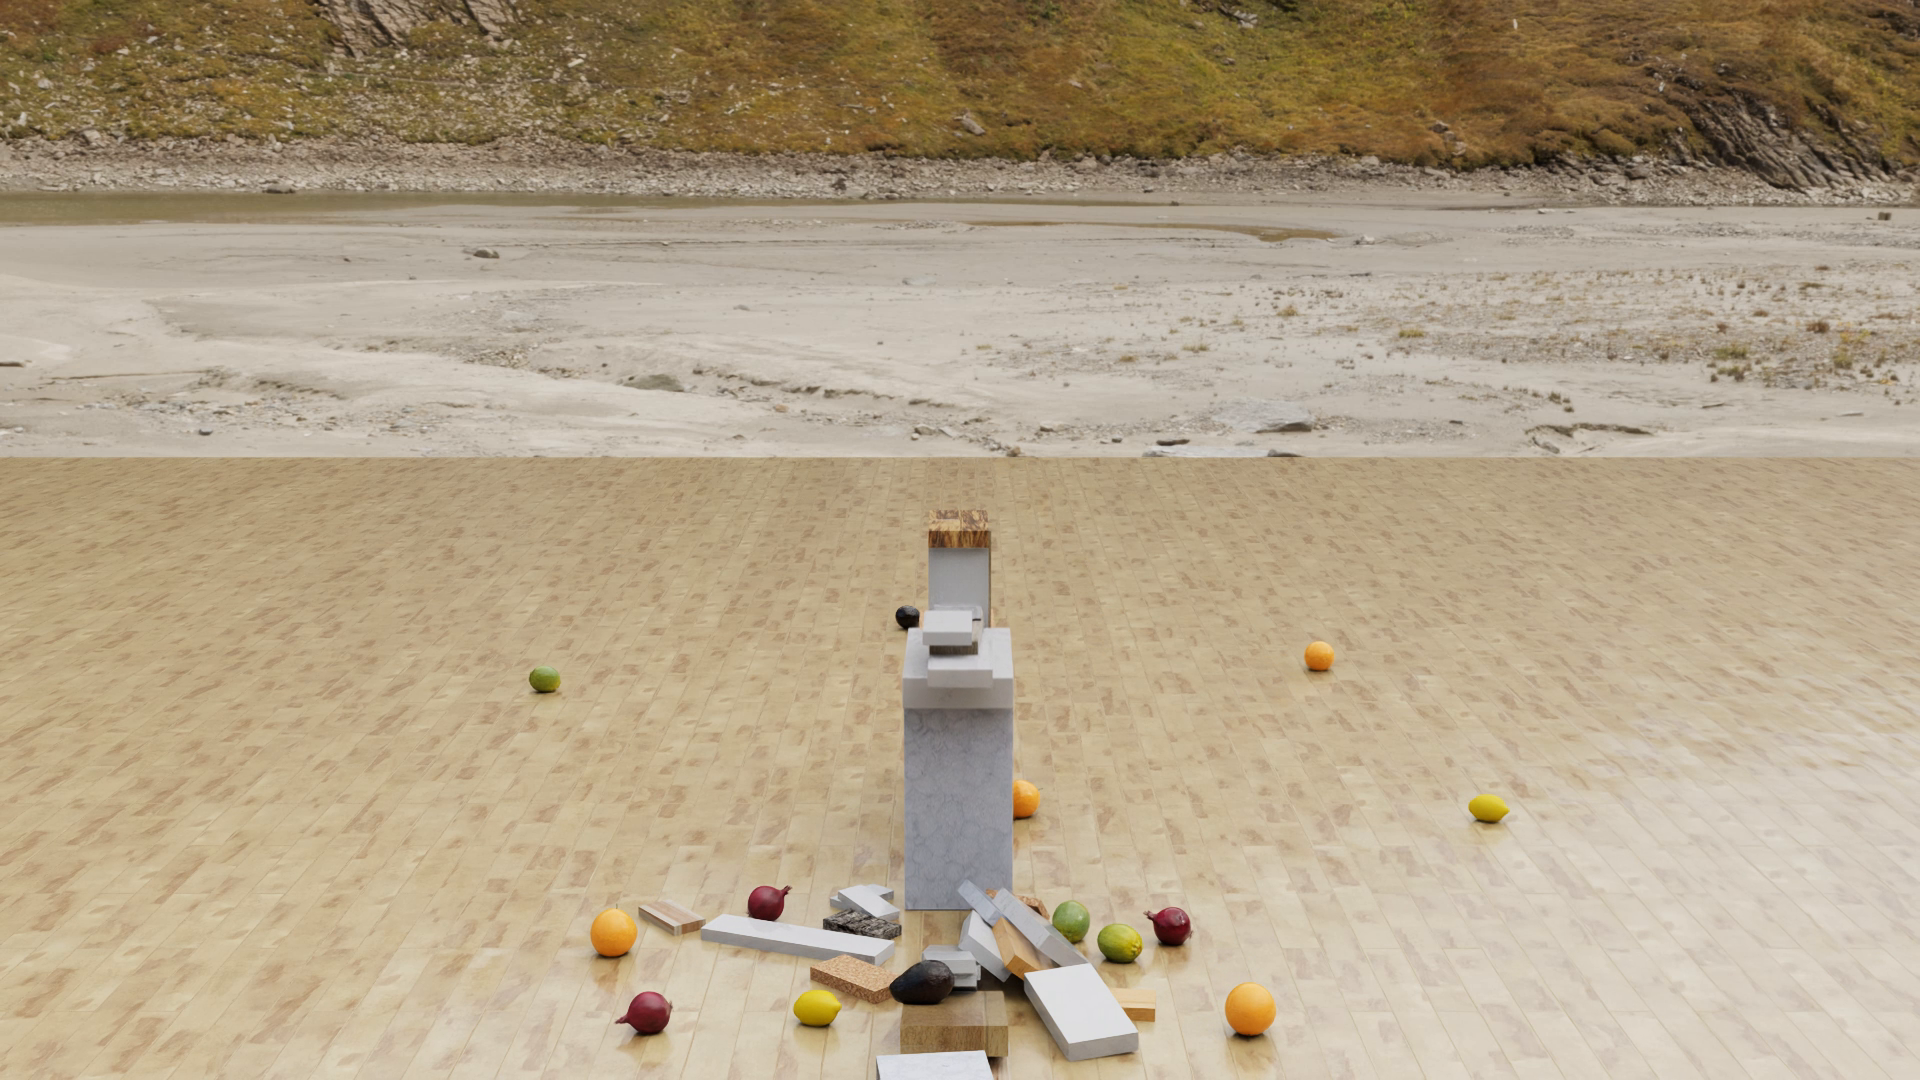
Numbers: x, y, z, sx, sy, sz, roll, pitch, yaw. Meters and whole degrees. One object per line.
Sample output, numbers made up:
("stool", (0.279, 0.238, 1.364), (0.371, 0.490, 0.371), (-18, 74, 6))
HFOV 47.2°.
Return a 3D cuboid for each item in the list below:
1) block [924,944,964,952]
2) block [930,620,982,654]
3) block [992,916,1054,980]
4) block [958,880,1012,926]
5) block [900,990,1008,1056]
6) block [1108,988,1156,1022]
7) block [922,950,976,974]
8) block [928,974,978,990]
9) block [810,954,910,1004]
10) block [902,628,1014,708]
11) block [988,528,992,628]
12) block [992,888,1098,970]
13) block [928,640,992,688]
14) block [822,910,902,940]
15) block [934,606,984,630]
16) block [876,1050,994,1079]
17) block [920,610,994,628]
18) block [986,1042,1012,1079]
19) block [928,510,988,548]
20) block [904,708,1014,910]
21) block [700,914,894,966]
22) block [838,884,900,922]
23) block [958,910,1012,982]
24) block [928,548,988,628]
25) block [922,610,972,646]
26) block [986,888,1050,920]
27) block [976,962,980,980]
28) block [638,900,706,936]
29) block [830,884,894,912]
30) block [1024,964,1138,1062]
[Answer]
("block", (-0.023, 0.622, 3.298), (0.058, 0.016, 0.152), (0, -6, 4))
("block", (-0.006, 0.157, 3.576), (0.078, 0.022, 0.156), (1, 11, 3))
("block", (0.098, 0.623, 3.284), (0.085, 0.024, 0.171), (36, 4, -10))
("block", (0.057, 0.588, 3.452), (0.085, 0.024, 0.171), (39, -4, -16))
("block", (-0.008, 0.660, 3.010), (0.141, 0.040, 0.282), (0, -2, 0))
("block", (0.213, 0.671, 3.181), (0.140, 0.020, 0.070), (1, 11, 6))
("block", (-0.016, 0.605, 3.150), (0.069, 0.020, 0.139), (0, -6, -3))
("block", (-0.010, 0.641, 3.166), (0.069, 0.020, 0.139), (0, -18, 1))
("block", (-0.150, 0.653, 3.274), (0.140, 0.020, 0.070), (10, 14, 43))
("block", (-0.002, 0.210, 3.648), (0.176, 0.050, 0.352), (0, 11, 0))
("block", (0.003, 0.085, 4.023), (0.105, 0.211, 0.030), (-1, 11, -4))
("block", (0.127, 0.602, 3.354), (0.101, 0.029, 0.203), (39, -3, -22))
("block", (0.001, 0.196, 3.508), (0.101, 0.029, 0.202), (0, 11, 1))
("block", (-0.155, 0.614, 3.492), (0.115, 0.016, 0.058), (8, 13, 37))
("block", (-0.001, 0.133, 3.721), (0.078, 0.022, 0.156), (0, -10, 3))
("block", (-0.021, 0.708, 2.707), (0.141, 0.040, 0.282), (-1, 11, -7))
("block", (-0.006, 0.182, 4.185), (0.143, 0.041, 0.286), (0, 11, 0))
("block", (-0.003, 0.724, 2.839), (0.141, 0.040, 0.282), (0, 11, 0))
("block", (-0.003, -0.021, 3.932), (0.105, 0.030, 0.211), (0, 11, 0))
("block", (-0.002, 0.427, 3.582), (0.176, 0.352, 0.050), (0, 10, 0))
("block", (-0.254, 0.625, 3.429), (0.304, 0.020, 0.070), (5, 11, 23))
("block", (-0.149, 0.592, 3.570), (0.050, 0.014, 0.099), (-8, 24, -42))
("block", (0.042, 0.609, 3.306), (0.085, 0.024, 0.171), (38, 4, 1))
("block", (-0.003, 0.164, 3.894), (0.105, 0.318, 0.030), (0, 10, 0))
("block", (-0.020, 0.141, 3.543), (0.078, 0.022, 0.156), (0, 11, 1))
("block", (0.091, 0.590, 3.541), (0.099, 0.049, 0.014), (6, 51, 30))
("block", (-0.004, 0.636, 3.262), (0.069, 0.020, 0.139), (0, -6, 1))
("block", (-0.463, 0.607, 3.535), (0.058, 0.016, 0.115), (-8, 13, -37))
("block", (-0.162, 0.591, 3.627), (0.050, 0.014, 0.099), (10, 14, 43))
("block", (0.169, 0.665, 3.106), (0.101, 0.029, 0.203), (-6, 19, -15))
